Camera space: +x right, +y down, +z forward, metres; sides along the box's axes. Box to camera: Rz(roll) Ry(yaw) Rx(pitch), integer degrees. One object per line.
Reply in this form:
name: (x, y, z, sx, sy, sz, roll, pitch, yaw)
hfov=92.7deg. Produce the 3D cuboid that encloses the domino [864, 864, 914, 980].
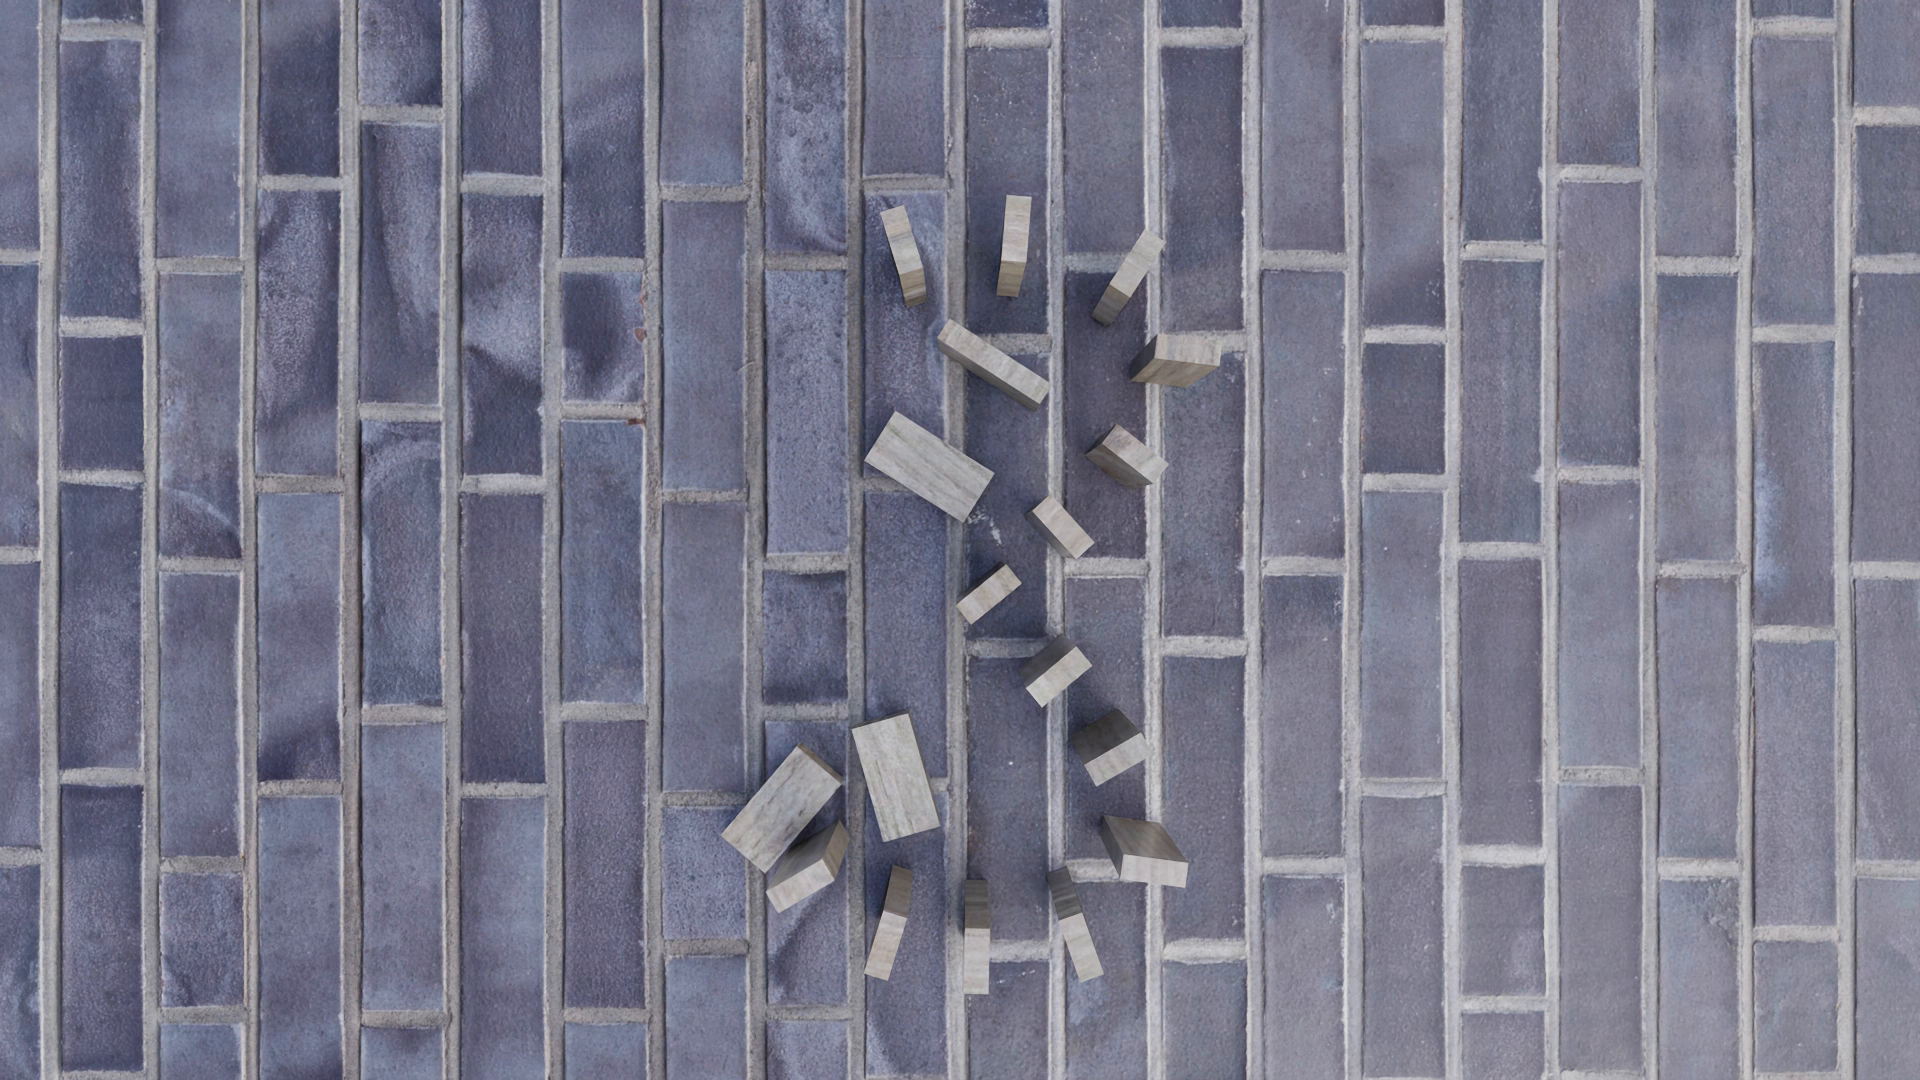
domino: (-0.028, 0.155, 0.375, 0.009, 0.050, 0.025, 17, 90, 0)

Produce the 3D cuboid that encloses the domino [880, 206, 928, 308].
domino: (-0.022, -0.115, 0.375, 0.010, 0.050, 0.025, -17, 90, 0)

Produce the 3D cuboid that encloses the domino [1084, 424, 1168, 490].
domino: (0.067, -0.033, 0.375, 0.025, 0.050, 0.010, 38, 90, 0)

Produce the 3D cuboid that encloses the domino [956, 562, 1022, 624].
domino: (0.011, 0.021, 0.375, 0.025, 0.050, 0.009, -39, 90, 0)

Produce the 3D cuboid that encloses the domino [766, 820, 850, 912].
domino: (-0.061, 0.132, 0.375, 0.025, 0.050, 0.010, -30, 90, 0)

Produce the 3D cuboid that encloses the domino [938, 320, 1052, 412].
domino: (0.014, -0.073, 0.388, 0.050, 0.025, 0.010, 33, 90, 0)

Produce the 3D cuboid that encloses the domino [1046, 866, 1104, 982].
domino: (0.046, 0.156, 0.375, 0.009, 0.050, 0.025, -20, 90, 0)

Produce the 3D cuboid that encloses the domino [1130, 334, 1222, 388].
domino: (0.087, -0.073, 0.375, 0.025, 0.050, 0.010, 7, 90, 0)

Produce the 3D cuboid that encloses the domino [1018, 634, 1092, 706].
domino: (0.038, 0.052, 0.375, 0.025, 0.050, 0.010, -40, 90, 0)

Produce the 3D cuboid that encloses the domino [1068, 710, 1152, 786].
domino: (0.061, 0.084, 0.375, 0.025, 0.050, 0.009, -30, 90, 0)

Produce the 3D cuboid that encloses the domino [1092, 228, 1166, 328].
domino: (0.068, -0.106, 0.375, 0.010, 0.050, 0.025, 33, 90, 0)

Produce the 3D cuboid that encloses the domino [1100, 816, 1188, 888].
domino: (0.074, 0.126, 0.375, 0.025, 0.050, 0.009, 8, 90, 0)

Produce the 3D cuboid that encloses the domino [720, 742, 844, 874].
domino: (-0.076, 0.115, 0.395, 0.025, 0.009, 0.050, 41, 90, 0)

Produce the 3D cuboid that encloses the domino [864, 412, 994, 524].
domino: (-0.013, -0.031, 0.395, 0.050, 0.010, 0.025, 32, 90, 0)

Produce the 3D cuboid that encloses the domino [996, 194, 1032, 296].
domino: (0.022, -0.119, 0.375, 0.009, 0.050, 0.025, 5, 90, 0)

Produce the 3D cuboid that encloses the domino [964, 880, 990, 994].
domino: (0.006, 0.161, 0.375, 0.009, 0.050, 0.025, 1, 90, 0)

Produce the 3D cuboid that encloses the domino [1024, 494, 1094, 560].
domino: (0.040, -0.005, 0.375, 0.010, 0.050, 0.025, -42, 90, 0)

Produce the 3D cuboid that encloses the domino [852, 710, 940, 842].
domino: (-0.027, 0.101, 0.395, 0.025, 0.010, 0.050, -16, 90, 0)
